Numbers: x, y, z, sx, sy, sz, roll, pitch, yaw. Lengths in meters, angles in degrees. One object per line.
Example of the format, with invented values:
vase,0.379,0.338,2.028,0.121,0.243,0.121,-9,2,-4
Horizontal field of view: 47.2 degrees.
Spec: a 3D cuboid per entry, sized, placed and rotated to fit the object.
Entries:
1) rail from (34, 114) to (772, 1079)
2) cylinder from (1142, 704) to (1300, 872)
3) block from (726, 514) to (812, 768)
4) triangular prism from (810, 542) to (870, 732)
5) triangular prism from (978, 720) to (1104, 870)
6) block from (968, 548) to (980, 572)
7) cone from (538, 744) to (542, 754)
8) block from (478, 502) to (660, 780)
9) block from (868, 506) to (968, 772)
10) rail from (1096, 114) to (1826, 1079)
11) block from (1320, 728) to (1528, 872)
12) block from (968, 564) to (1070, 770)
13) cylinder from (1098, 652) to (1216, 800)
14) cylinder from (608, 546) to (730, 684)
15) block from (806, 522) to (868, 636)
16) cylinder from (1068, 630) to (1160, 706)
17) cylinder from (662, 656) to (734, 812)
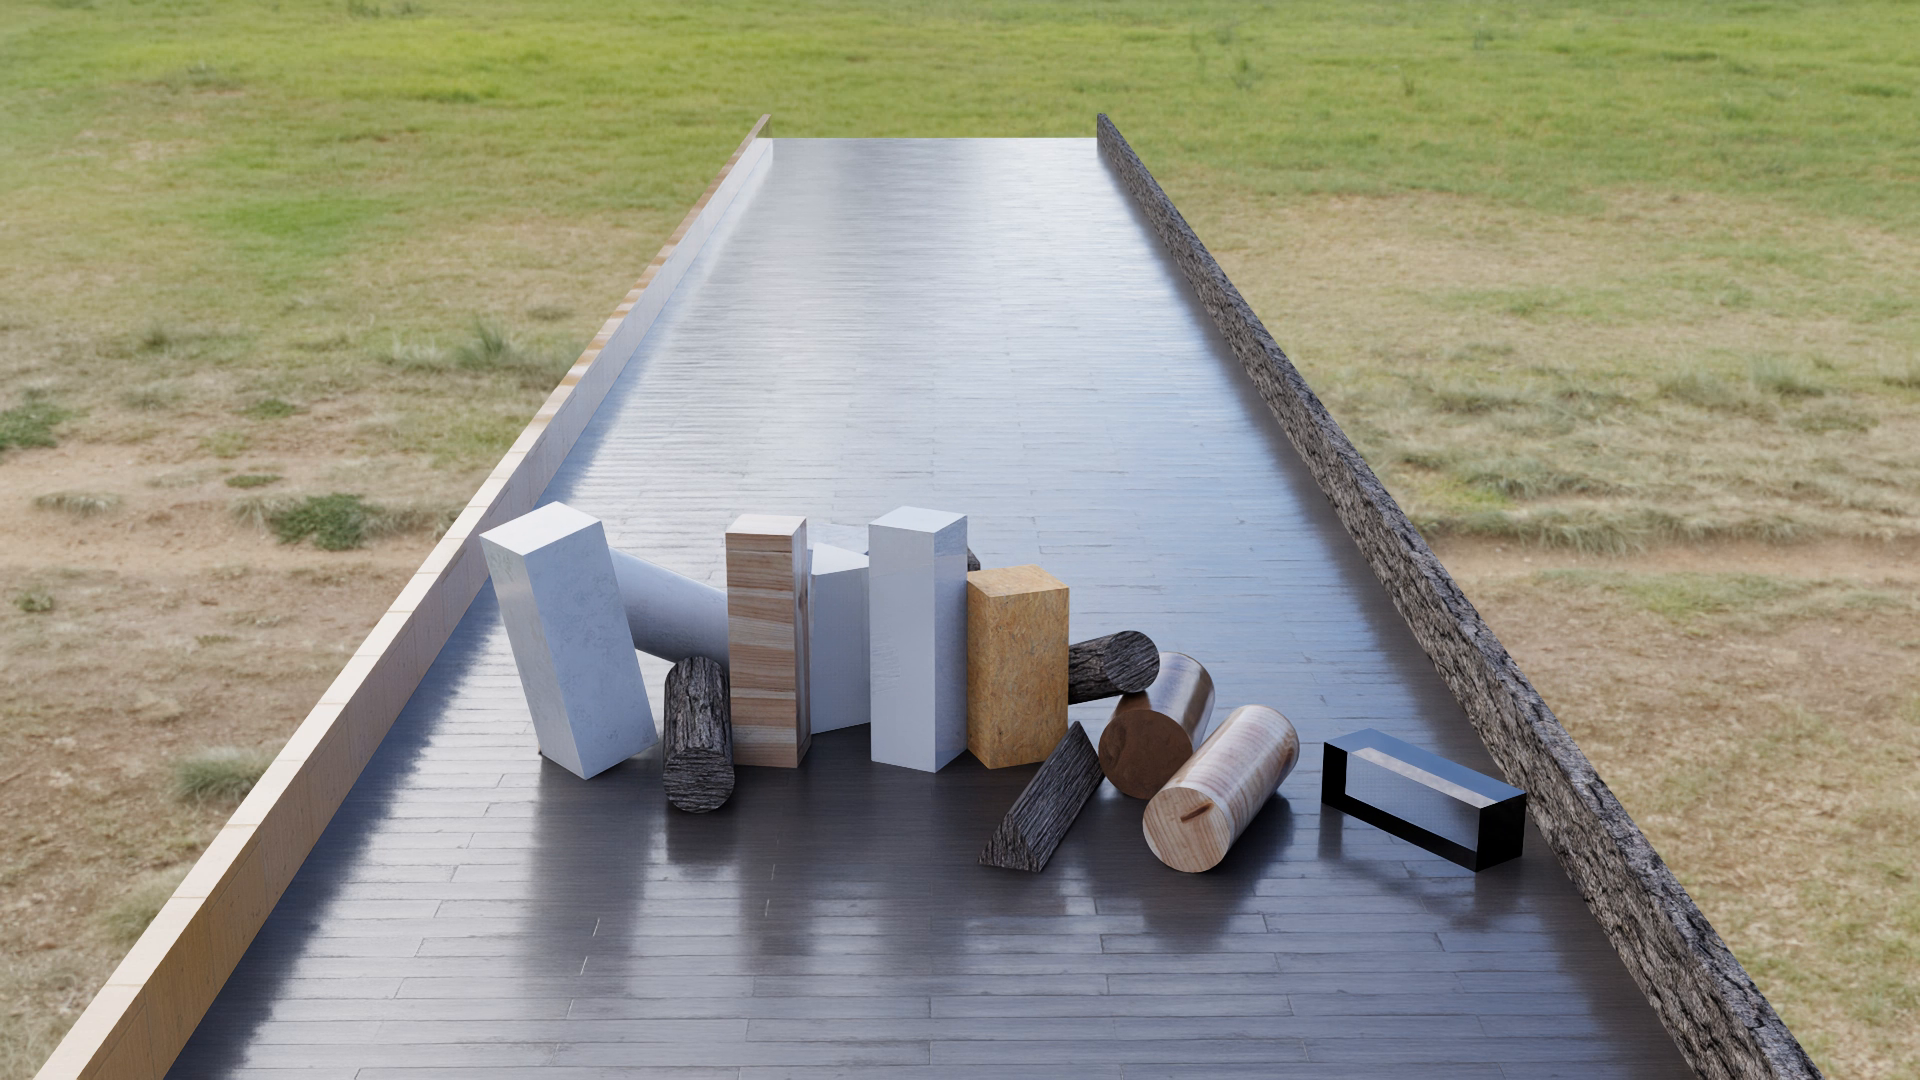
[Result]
rail,-1.118,-0.838,7.780,0.050,0.150,12.000,0,17,-1
cylinder,0.435,0.403,3.620,0.144,0.144,0.396,7,18,23
block,-0.336,0.178,3.878,0.117,0.428,0.117,2,17,8
triangular prism,-0.243,0.175,4.053,0.156,0.317,0.135,-9,25,-31
triangular prism,0.141,0.416,3.661,0.105,0.091,0.422,5,17,17
block,-0.051,0.177,4.079,0.150,0.315,0.150,-3,17,-11
cone,-0.739,0.300,4.077,0.165,0.165,0.334,2,30,6
block,-0.678,0.175,3.830,0.154,0.438,0.154,-27,29,-32
block,-0.072,0.174,3.873,0.127,0.438,0.127,8,18,25
rail,0.932,-0.844,7.801,0.050,0.150,12.000,0,17,-1
block,0.757,0.423,3.613,0.110,0.110,0.343,-12,20,-34
block,0.094,0.223,3.917,0.150,0.318,0.150,-6,18,-21
cylinder,0.349,0.321,3.861,0.163,0.163,0.301,4,17,13
cylinder,-0.559,0.141,4.181,0.383,0.164,0.164,23,3,-31
block,-0.229,0.146,4.188,0.167,0.311,0.167,7,18,21
cylinder,0.220,0.238,3.951,0.106,0.106,0.430,-6,-6,-21
cylinder,-0.463,0.337,3.885,0.119,0.119,0.449,-2,17,-7
